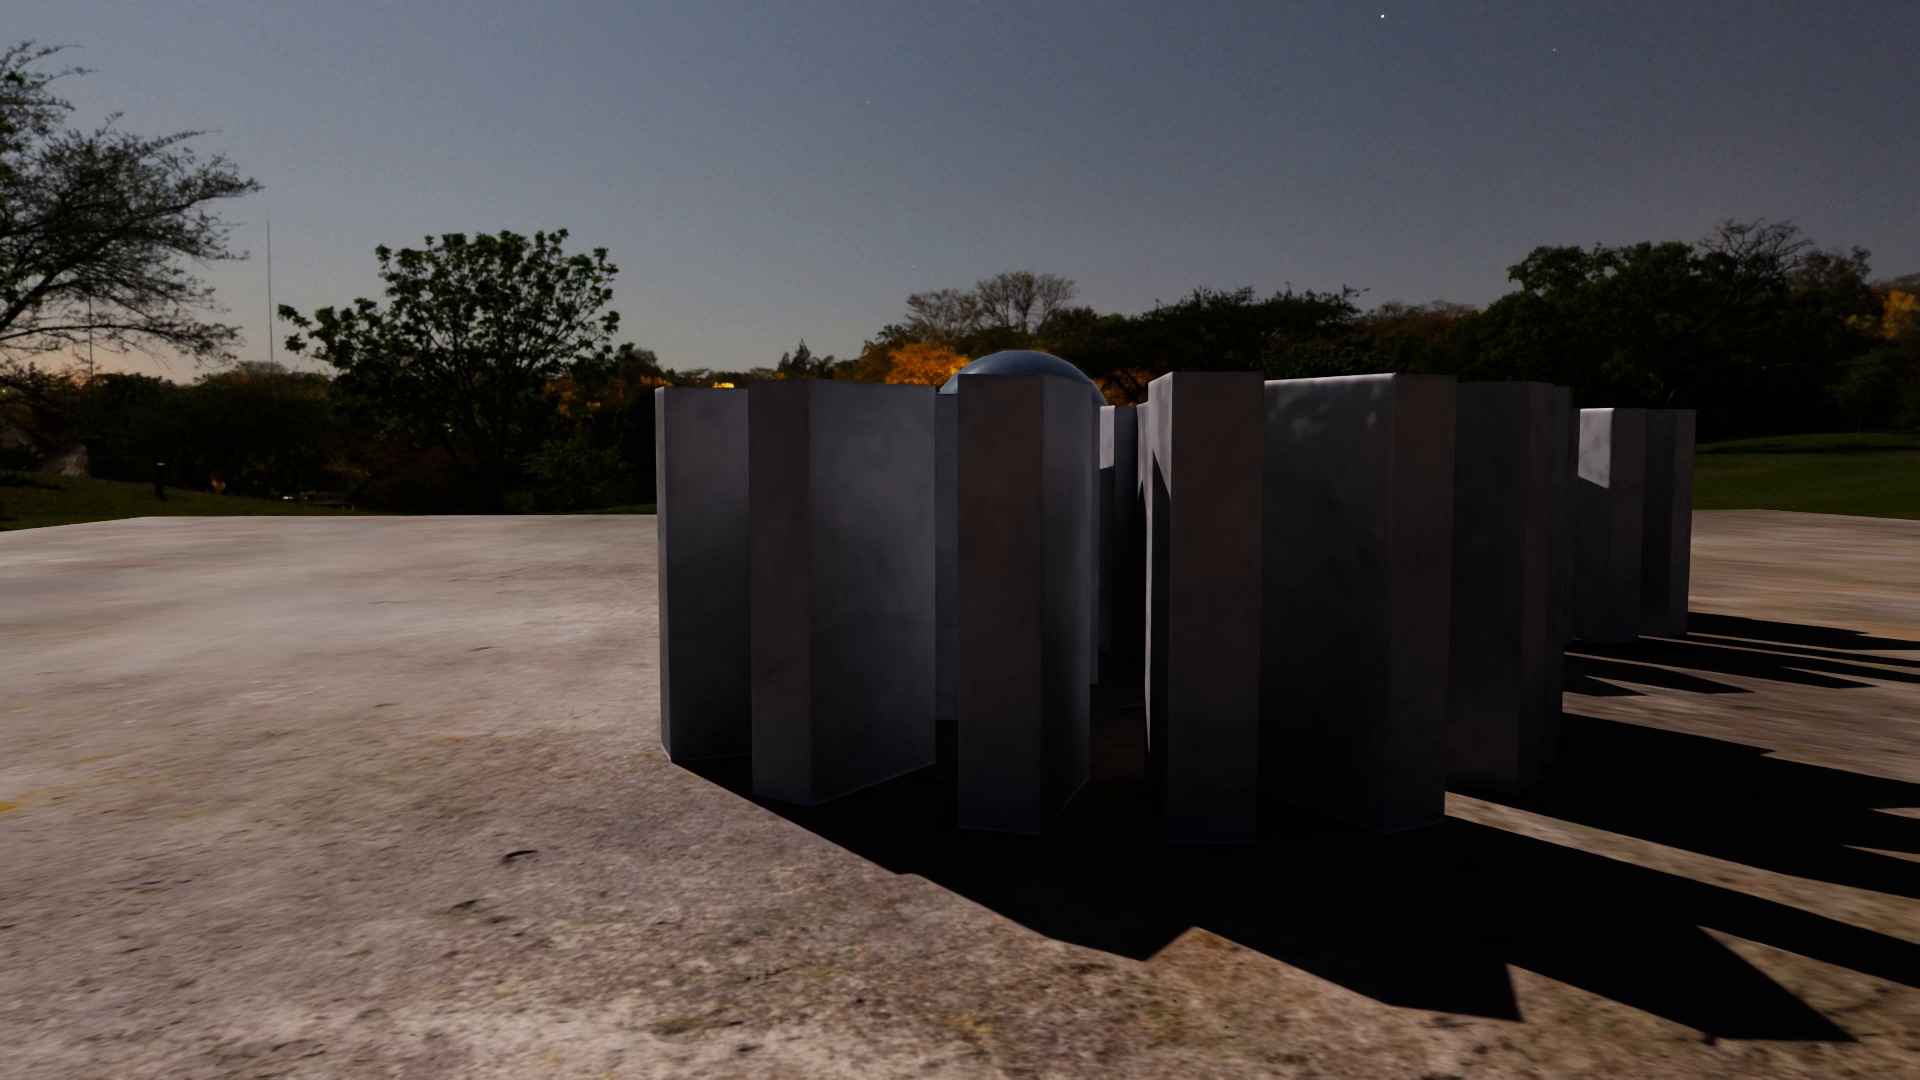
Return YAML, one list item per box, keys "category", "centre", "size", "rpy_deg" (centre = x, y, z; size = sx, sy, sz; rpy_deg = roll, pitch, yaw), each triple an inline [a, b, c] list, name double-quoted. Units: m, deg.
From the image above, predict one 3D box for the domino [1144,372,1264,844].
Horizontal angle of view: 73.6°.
- category: "domino"
  centre: [0.027, 0.007, 0.147]
  size: [0.010, 0.050, 0.025]
  rpy_deg: [0, 4, 3]

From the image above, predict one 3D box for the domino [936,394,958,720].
- category: "domino"
  centre: [0.000, 0.002, 0.201]
  size: [0.025, 0.050, 0.010]
  rpy_deg: [0, 4, 0]

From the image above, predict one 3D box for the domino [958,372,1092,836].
- category: "domino"
  centre: [0.008, 0.006, 0.151]
  size: [0.010, 0.050, 0.025]
  rpy_deg: [1, 5, 18]

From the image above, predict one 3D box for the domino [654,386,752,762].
- category: "domino"
  centre: [-0.029, 0.004, 0.179]
  size: [0.025, 0.050, 0.010]
  rpy_deg: [-2, 5, -20]

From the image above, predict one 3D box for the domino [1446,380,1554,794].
- category: "domino"
  centre: [0.061, 0.005, 0.166]
  size: [0.025, 0.050, 0.009]
  rpy_deg: [4, 6, 40]

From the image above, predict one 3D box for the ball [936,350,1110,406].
- category: "ball"
  centre: [0.024, -0.036, 0.515]
  size: [0.080, 0.080, 0.080]
  rpy_deg: [0, 4, 0]

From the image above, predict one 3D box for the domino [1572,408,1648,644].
- category: "domino"
  centre: [0.137, -0.004, 0.284]
  size: [0.009, 0.050, 0.025]
  rpy_deg: [-2, 5, -21]

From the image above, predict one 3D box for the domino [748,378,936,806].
- category: "domino"
  centre: [-0.014, 0.005, 0.162]
  size: [0.010, 0.050, 0.025]
  rpy_deg: [3, 5, 34]

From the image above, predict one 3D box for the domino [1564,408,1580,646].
- category: "domino"
  centre: [0.122, -0.003, 0.280]
  size: [0.009, 0.050, 0.025]
  rpy_deg: [-1, 4, -13]

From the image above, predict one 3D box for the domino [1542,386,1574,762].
- category: "domino"
  centre: [0.071, 0.004, 0.180]
  size: [0.025, 0.050, 0.010]
  rpy_deg: [2, 5, 28]

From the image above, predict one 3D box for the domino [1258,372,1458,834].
- category: "domino"
  centre: [0.044, 0.006, 0.151]
  size: [0.010, 0.050, 0.025]
  rpy_deg: [-2, 5, -29]

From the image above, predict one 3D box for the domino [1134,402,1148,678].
- category: "domino"
  centre: [0.039, 0.000, 0.240]
  size: [0.010, 0.050, 0.025]
  rpy_deg: [0, 4, 3]

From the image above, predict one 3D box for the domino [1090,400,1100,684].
- category: "domino"
  centre: [0.015, 0.000, 0.236]
  size: [0.009, 0.050, 0.025]
  rpy_deg: [-2, 5, -25]

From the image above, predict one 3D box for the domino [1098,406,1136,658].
- category: "domino"
  centre: [0.033, -0.002, 0.266]
  size: [0.010, 0.050, 0.025]
  rpy_deg: [-1, 4, -9]

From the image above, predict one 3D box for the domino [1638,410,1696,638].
- category: "domino"
  centre: [0.151, -0.004, 0.292]
  size: [0.010, 0.050, 0.025]
  rpy_deg: [-3, 5, -37]
